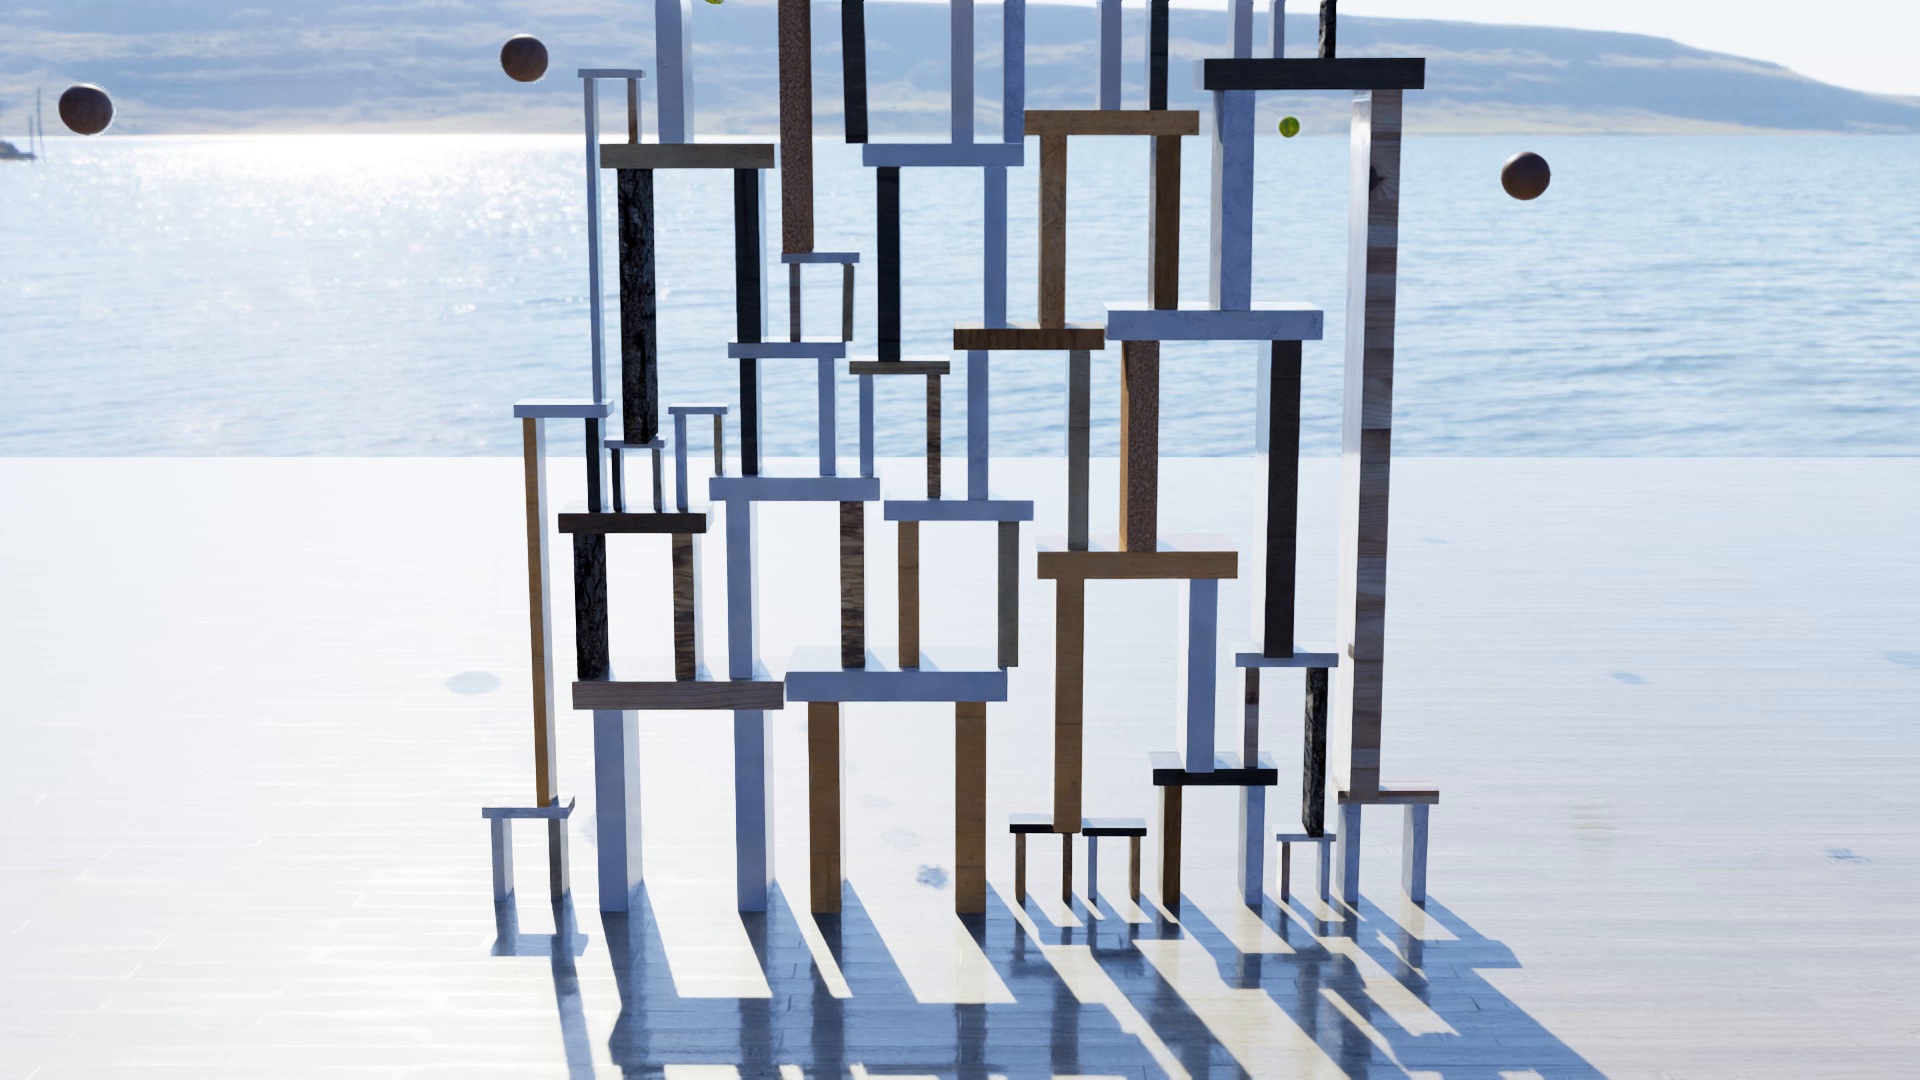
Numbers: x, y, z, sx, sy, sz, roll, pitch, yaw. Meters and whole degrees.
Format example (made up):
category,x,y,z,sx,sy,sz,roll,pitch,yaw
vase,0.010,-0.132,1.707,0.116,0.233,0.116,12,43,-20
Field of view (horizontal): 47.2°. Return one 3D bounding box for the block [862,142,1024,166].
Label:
category,x,y,z,sx,sy,sz,roll,pitch,yaw
block,-0.026,-0.604,3.447,0.249,0.035,0.125,0,11,-1

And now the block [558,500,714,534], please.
category,x,y,z,sx,sy,sz,roll,pitch,yaw
block,-0.520,-0.037,3.548,0.236,0.033,0.118,0,11,0

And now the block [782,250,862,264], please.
category,x,y,z,sx,sy,sz,roll,pitch,yaw
block,-0.219,-0.447,3.471,0.122,0.017,0.061,0,11,0

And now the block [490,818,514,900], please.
category,x,y,z,sx,sy,sz,roll,pitch,yaw
block,-0.761,0.520,3.656,0.020,0.141,0.071,0,11,0

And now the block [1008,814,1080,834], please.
category,x,y,z,sx,sy,sz,roll,pitch,yaw
block,0.138,0.469,3.643,0.115,0.016,0.058,0,10,0

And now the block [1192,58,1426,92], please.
category,x,y,z,sx,sy,sz,roll,pitch,yaw
block,0.538,-0.723,3.418,0.335,0.047,0.167,0,11,0

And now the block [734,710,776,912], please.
category,x,y,z,sx,sy,sz,roll,pitch,yaw
block,-0.339,0.424,3.638,0.048,0.338,0.169,0,11,0

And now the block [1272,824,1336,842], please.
category,x,y,z,sx,sy,sz,roll,pitch,yaw
block,0.571,0.486,3.648,0.099,0.014,0.049,0,11,0

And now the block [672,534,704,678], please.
category,x,y,z,sx,sy,sz,roll,pitch,yaw
block,-0.442,0.095,3.573,0.033,0.236,0.118,0,11,0

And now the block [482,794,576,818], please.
category,x,y,z,sx,sy,sz,roll,pitch,yaw
block,-0.714,0.441,3.642,0.141,0.020,0.071,0,11,0

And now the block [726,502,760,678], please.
category,x,y,z,sx,sy,sz,roll,pitch,yaw
block,-0.352,0.068,3.573,0.038,0.288,0.135,0,11,0

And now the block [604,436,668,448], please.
category,x,y,z,sx,sy,sz,roll,pitch,yaw
block,-0.520,-0.157,3.532,0.097,0.014,0.049,0,11,0

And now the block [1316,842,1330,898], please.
category,x,y,z,sx,sy,sz,roll,pitch,yaw
block,0.604,0.541,3.659,0.014,0.099,0.050,0,11,0

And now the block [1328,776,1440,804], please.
category,x,y,z,sx,sy,sz,roll,pitch,yaw
block,0.701,0.414,3.640,0.166,0.024,0.083,0,11,0

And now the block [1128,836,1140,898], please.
category,x,y,z,sx,sy,sz,roll,pitch,yaw
block,0.291,0.537,3.662,0.015,0.107,0.054,0,11,0

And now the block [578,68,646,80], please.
category,x,y,z,sx,sy,sz,roll,pitch,yaw
block,-0.542,-0.726,3.427,0.099,0.014,0.050,0,11,-1

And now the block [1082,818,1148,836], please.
category,x,y,z,sx,sy,sz,roll,pitch,yaw
block,0.255,0.477,3.651,0.107,0.015,0.054,0,11,0

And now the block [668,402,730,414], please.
category,x,y,z,sx,sy,sz,roll,pitch,yaw
block,-0.417,-0.210,3.523,0.094,0.013,0.047,0,11,1

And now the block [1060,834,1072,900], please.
category,x,y,z,sx,sy,sz,roll,pitch,yaw
block,0.177,0.534,3.655,0.016,0.115,0.058,0,11,0

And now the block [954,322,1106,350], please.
category,x,y,z,sx,sy,sz,roll,pitch,yaw
block,0.108,-0.325,3.497,0.238,0.034,0.119,0,11,0

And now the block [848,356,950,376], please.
category,x,y,z,sx,sy,sz,roll,pitch,yaw
block,-0.095,-0.279,3.509,0.159,0.023,0.080,0,11,0

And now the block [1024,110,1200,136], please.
category,x,y,z,sx,sy,sz,roll,pitch,yaw
block,0.234,-0.653,3.440,0.266,0.038,0.133,0,11,0

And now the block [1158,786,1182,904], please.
category,x,y,z,sx,sy,sz,roll,pitch,yaw
block,0.347,0.490,3.648,0.029,0.203,0.102,0,11,0

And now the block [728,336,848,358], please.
category,x,y,z,sx,sy,sz,roll,pitch,yaw
block,-0.273,-0.307,3.507,0.185,0.026,0.093,0,11,0

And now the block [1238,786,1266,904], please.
category,x,y,z,sx,sy,sz,roll,pitch,yaw
block,0.483,0.490,3.648,0.029,0.203,0.102,0,11,0

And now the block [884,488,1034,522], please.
category,x,y,z,sx,sy,sz,roll,pitch,yaw
block,-0.002,-0.058,3.545,0.239,0.034,0.119,0,11,0

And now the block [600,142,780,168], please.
category,x,y,z,sx,sy,sz,roll,pitch,yaw
block,-0.420,-0.603,3.448,0.269,0.038,0.135,0,11,0

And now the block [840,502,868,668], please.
category,x,y,z,sx,sy,sz,roll,pitch,yaw
block,-0.172,0.060,3.572,0.038,0.271,0.135,0,11,0

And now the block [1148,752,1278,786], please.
category,x,y,z,sx,sy,sz,roll,pitch,yaw
block,0.415,0.376,3.627,0.203,0.029,0.102,0,11,0

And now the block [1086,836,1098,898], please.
category,x,y,z,sx,sy,sz,roll,pitch,yaw
block,0.219,0.537,3.662,0.015,0.107,0.054,0,11,0

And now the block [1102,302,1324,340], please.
category,x,y,z,sx,sy,sz,roll,pitch,yaw
block,0.397,-0.349,3.498,0.335,0.047,0.167,0,11,0

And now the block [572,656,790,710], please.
category,x,y,z,sx,sy,sz,roll,pitch,yaw
block,-0.452,0.234,3.603,0.338,0.048,0.169,0,11,0

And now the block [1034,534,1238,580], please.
category,x,y,z,sx,sy,sz,roll,pitch,yaw
block,0.281,0.026,3.568,0.319,0.045,0.159,0,10,0

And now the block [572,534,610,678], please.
category,x,y,z,sx,sy,sz,roll,pitch,yaw
block,-0.599,0.095,3.573,0.033,0.236,0.118,0,11,0

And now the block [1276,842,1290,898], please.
category,x,y,z,sx,sy,sz,roll,pitch,yaw
block,0.538,0.541,3.659,0.014,0.099,0.049,0,11,0

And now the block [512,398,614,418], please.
category,x,y,z,sx,sy,sz,roll,pitch,yaw
block,-0.634,-0.211,3.520,0.148,0.021,0.074,0,11,0

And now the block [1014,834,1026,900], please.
category,x,y,z,sx,sy,sz,roll,pitch,yaw
block,0.100,0.534,3.655,0.016,0.115,0.058,0,11,0

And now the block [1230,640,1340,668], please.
category,x,y,z,sx,sy,sz,roll,pitch,yaw
block,0.528,0.186,3.590,0.167,0.024,0.084,0,11,0

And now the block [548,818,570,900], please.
category,x,y,z,sx,sy,sz,roll,pitch,yaw
block,-0.667,0.520,3.656,0.020,0.141,0.071,0,11,0

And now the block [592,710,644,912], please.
category,x,y,z,sx,sy,sz,roll,pitch,yaw
block,-0.564,0.424,3.638,0.048,0.338,0.169,0,11,0

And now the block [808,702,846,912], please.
category,x,y,z,sx,sy,sz,roll,pitch,yaw
block,-0.219,0.417,3.634,0.050,0.354,0.177,0,11,0

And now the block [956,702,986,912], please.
category,x,y,z,sx,sy,sz,roll,pitch,yaw
block,0.017,0.417,3.634,0.050,0.354,0.177,0,11,0

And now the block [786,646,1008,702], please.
category,x,y,z,sx,sy,sz,roll,pitch,yaw
block,-0.101,0.218,3.597,0.354,0.050,0.177,0,11,0

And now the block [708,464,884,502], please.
category,x,y,z,sx,sy,sz,roll,pitch,yaw
block,-0.262,-0.092,3.543,0.271,0.038,0.135,0,11,0
